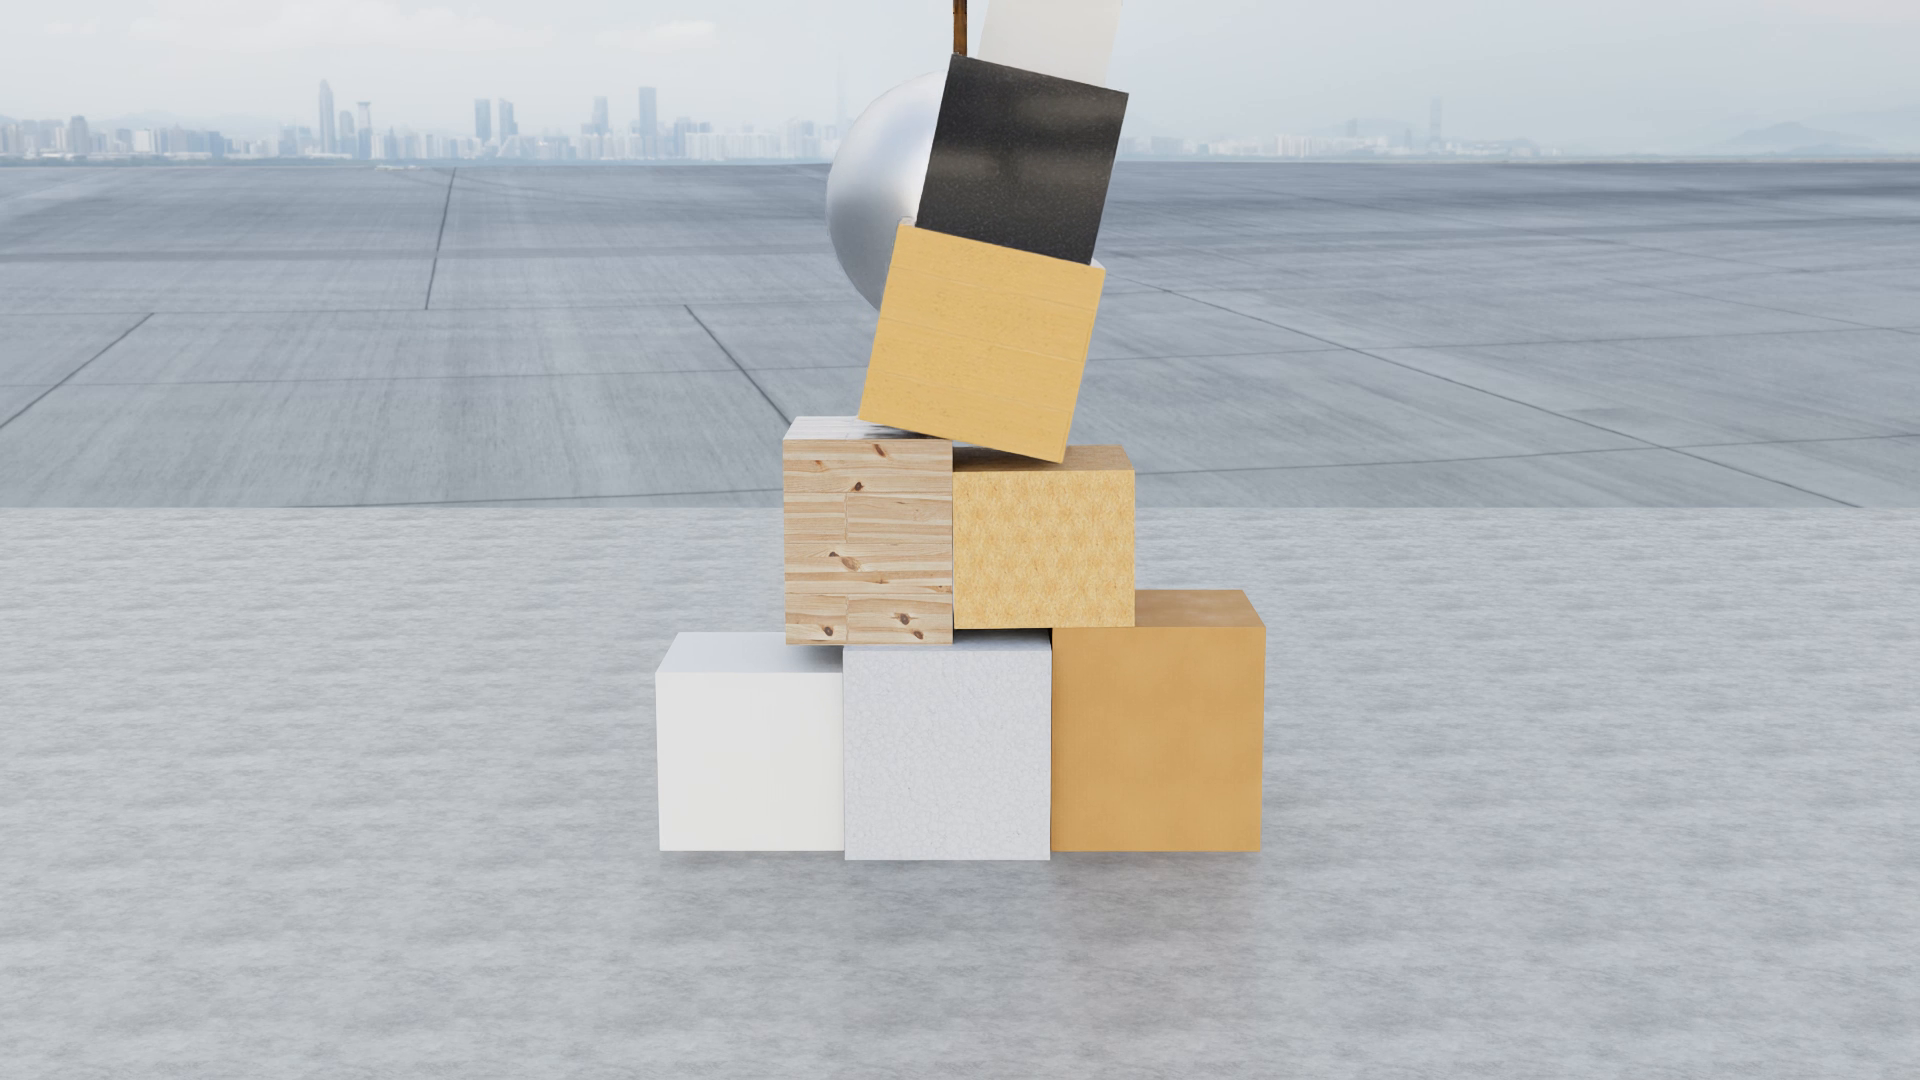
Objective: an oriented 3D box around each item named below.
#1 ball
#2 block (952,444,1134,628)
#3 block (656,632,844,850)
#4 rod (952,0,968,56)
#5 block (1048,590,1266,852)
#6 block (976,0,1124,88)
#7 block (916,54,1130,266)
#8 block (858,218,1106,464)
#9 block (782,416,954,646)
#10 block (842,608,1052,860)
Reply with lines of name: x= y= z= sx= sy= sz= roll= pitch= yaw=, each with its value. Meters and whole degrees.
ball: x=0.000 y=-2.002 z=13.149 sx=1.600 sy=1.600 sz=1.600 roll=0 pitch=10 yaw=0
block: x=0.410 y=-0.032 z=11.163 sx=0.884 sy=0.776 sz=0.904 roll=-1 pitch=10 yaw=0
block: x=-1.041 y=1.024 z=11.379 sx=0.924 sy=0.914 sz=0.912 roll=0 pitch=10 yaw=0
rod: x=0.000 y=-4.860 z=11.308 sx=0.080 sy=5.200 sz=0.080 roll=0 pitch=33 yaw=0
block: x=0.979 y=0.910 z=11.352 sx=1.048 sy=1.147 sz=0.921 roll=0 pitch=10 yaw=0
block: x=0.442 y=-2.548 z=10.710 sx=0.618 sy=0.576 sz=0.648 roll=12 pitch=10 yaw=-2
block: x=0.292 y=-1.875 z=10.841 sx=0.859 sy=0.827 sz=0.838 roll=12 pitch=10 yaw=-2
block: x=0.101 y=-1.020 z=10.998 sx=1.009 sy=0.954 sz=0.961 roll=12 pitch=10 yaw=-2
block: x=-0.447 y=-0.066 z=11.158 sx=0.819 sy=1.019 sz=0.899 roll=0 pitch=10 yaw=0
block: x=-0.062 y=0.956 z=11.346 sx=1.014 sy=1.059 sz=1.166 roll=0 pitch=10 yaw=0
